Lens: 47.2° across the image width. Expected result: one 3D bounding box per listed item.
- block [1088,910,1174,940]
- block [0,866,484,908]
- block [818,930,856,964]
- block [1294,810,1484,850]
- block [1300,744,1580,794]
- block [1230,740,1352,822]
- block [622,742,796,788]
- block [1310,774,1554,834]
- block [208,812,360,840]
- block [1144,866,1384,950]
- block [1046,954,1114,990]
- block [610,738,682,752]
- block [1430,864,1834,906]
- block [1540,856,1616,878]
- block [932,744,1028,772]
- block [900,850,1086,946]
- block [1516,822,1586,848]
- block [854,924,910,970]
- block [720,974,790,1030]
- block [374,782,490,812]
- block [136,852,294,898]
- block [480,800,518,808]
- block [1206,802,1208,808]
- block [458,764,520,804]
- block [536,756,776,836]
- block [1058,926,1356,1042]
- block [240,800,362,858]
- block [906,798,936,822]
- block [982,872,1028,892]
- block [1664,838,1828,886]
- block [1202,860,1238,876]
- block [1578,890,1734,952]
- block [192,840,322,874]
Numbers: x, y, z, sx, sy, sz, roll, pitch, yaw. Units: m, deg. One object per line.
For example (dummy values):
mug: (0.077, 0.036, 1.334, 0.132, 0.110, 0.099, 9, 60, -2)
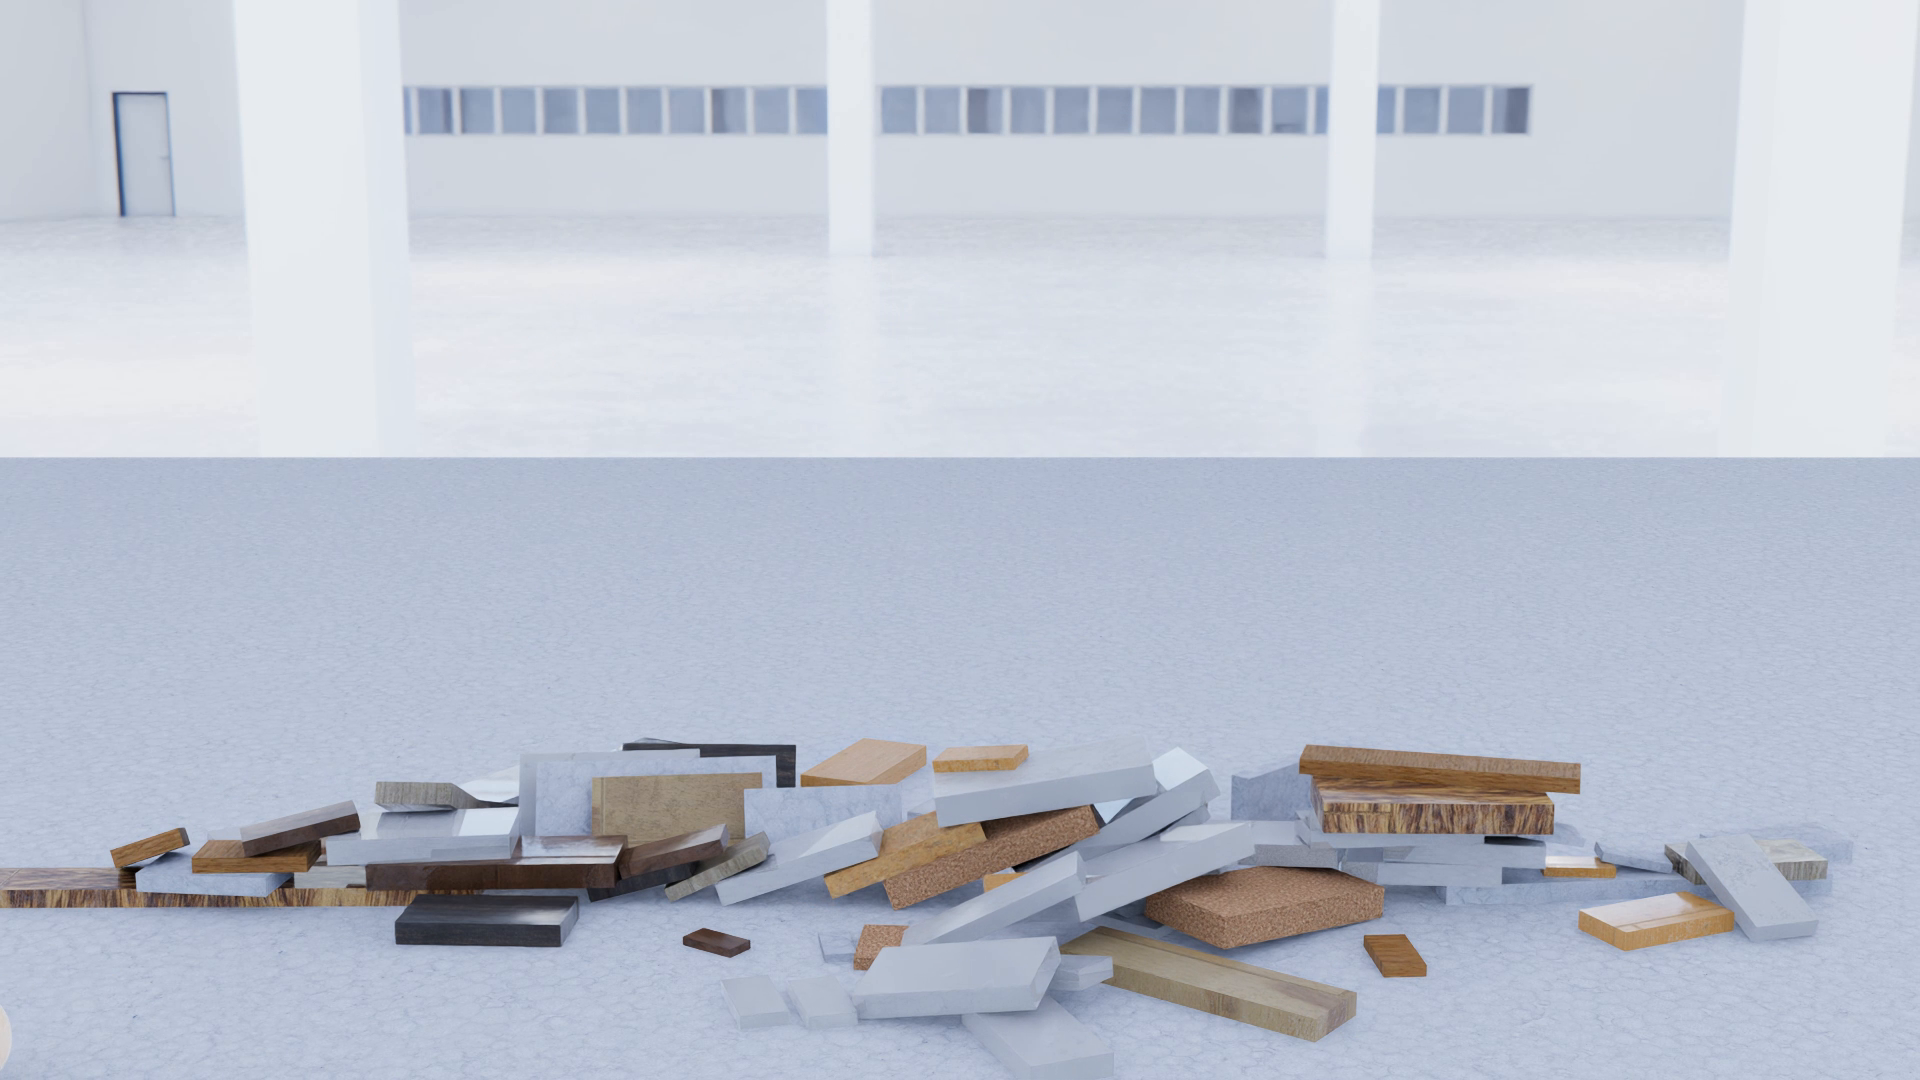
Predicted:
block: (0.276, 0.609, 3.518, 0.130, 0.018, 0.065, 8, 13, 38)
block: (-1.230, 0.576, 3.657, 0.867, 0.031, 0.110, 0, 11, -1)
block: (-0.191, 0.631, 3.412, 0.049, 0.014, 0.097, -2, 11, -9)
block: (0.708, 0.474, 3.631, 0.290, 0.031, 0.109, -1, 11, -5)
block: (0.803, 0.383, 3.684, 0.456, 0.026, 0.092, 3, 11, 16)
block: (0.602, 0.462, 3.983, 0.039, 0.136, 0.313, 10, 15, 44)
block: (-0.462, 0.451, 4.035, 0.320, 0.045, 0.160, 1, 46, -4)
block: (0.774, 0.433, 3.627, 0.368, 0.050, 0.178, 0, 11, 2)
block: (-1.182, 0.530, 3.893, 0.261, 0.037, 0.131, -6, 12, -31)
block: (0.489, 0.578, 3.516, 0.356, 0.050, 0.178, -2, 10, -37)
block: (0.107, 0.633, 3.230, 0.211, 0.030, 0.105, -4, -1, 31)
block: (-0.551, 0.444, 4.349, 0.280, 0.040, 0.140, 6, 12, 28)
block: (1.122, 0.568, 3.697, 0.660, 0.033, 0.115, -1, 11, -5)
block: (1.031, 0.547, 3.678, 0.117, 0.017, 0.059, 1, 11, 4)
block: (0.035, 0.368, 3.703, 0.146, 0.021, 0.073, -5, 11, 22)
block: (0.050, 0.565, 3.354, 0.301, 0.030, 0.105, -26, 8, 8)
block: (0.965, 0.480, 3.627, 0.117, 0.017, 0.059, 10, 13, -10)
block: (-0.121, 0.630, 3.400, 0.071, 0.020, 0.142, 1, 11, 4)
block: (-0.298, 0.669, 3.188, 0.071, 0.020, 0.142, -3, 11, -17)
block: (-0.912, 0.470, 3.849, 0.131, 0.037, 0.301, 1, -17, 4)
block: (-1.227, 0.551, 3.625, 0.221, 0.031, 0.110, 1, 11, 7)
block: (-0.798, 0.489, 3.982, 0.334, 0.014, 0.049, 7, -17, -7)
block: (0.361, 0.481, 4.030, 0.184, 0.026, 0.092, 17, 17, 3)
block: (-0.855, 0.480, 4.153, 0.140, 0.040, 0.280, 7, 12, 31)
block: (-0.535, 0.470, 3.892, 0.420, 0.160, 0.045, -1, -28, -6)
block: (0.357, 0.651, 3.246, 0.443, 0.035, 0.122, 8, 13, 37)
block: (-1.091, 0.476, 3.635, 0.185, 0.026, 0.093, -13, 12, -19)
block: (0.028, 0.495, 4.074, 0.136, 0.039, 0.273, 6, 12, 28)
block: (0.114, 0.575, 3.553, 0.146, 0.073, 0.021, -2, -24, -9)
block: (1.314, 0.538, 3.681, 0.230, 0.033, 0.115, -1, 11, -7)
block: (0.389, 0.534, 3.595, 0.116, 0.016, 0.058, -10, 2, 38)
block: (1.108, 0.606, 3.501, 0.219, 0.031, 0.109, -5, 12, -24)
block: (-1.158, 0.521, 3.626, 0.185, 0.026, 0.093, 0, 11, -2)
